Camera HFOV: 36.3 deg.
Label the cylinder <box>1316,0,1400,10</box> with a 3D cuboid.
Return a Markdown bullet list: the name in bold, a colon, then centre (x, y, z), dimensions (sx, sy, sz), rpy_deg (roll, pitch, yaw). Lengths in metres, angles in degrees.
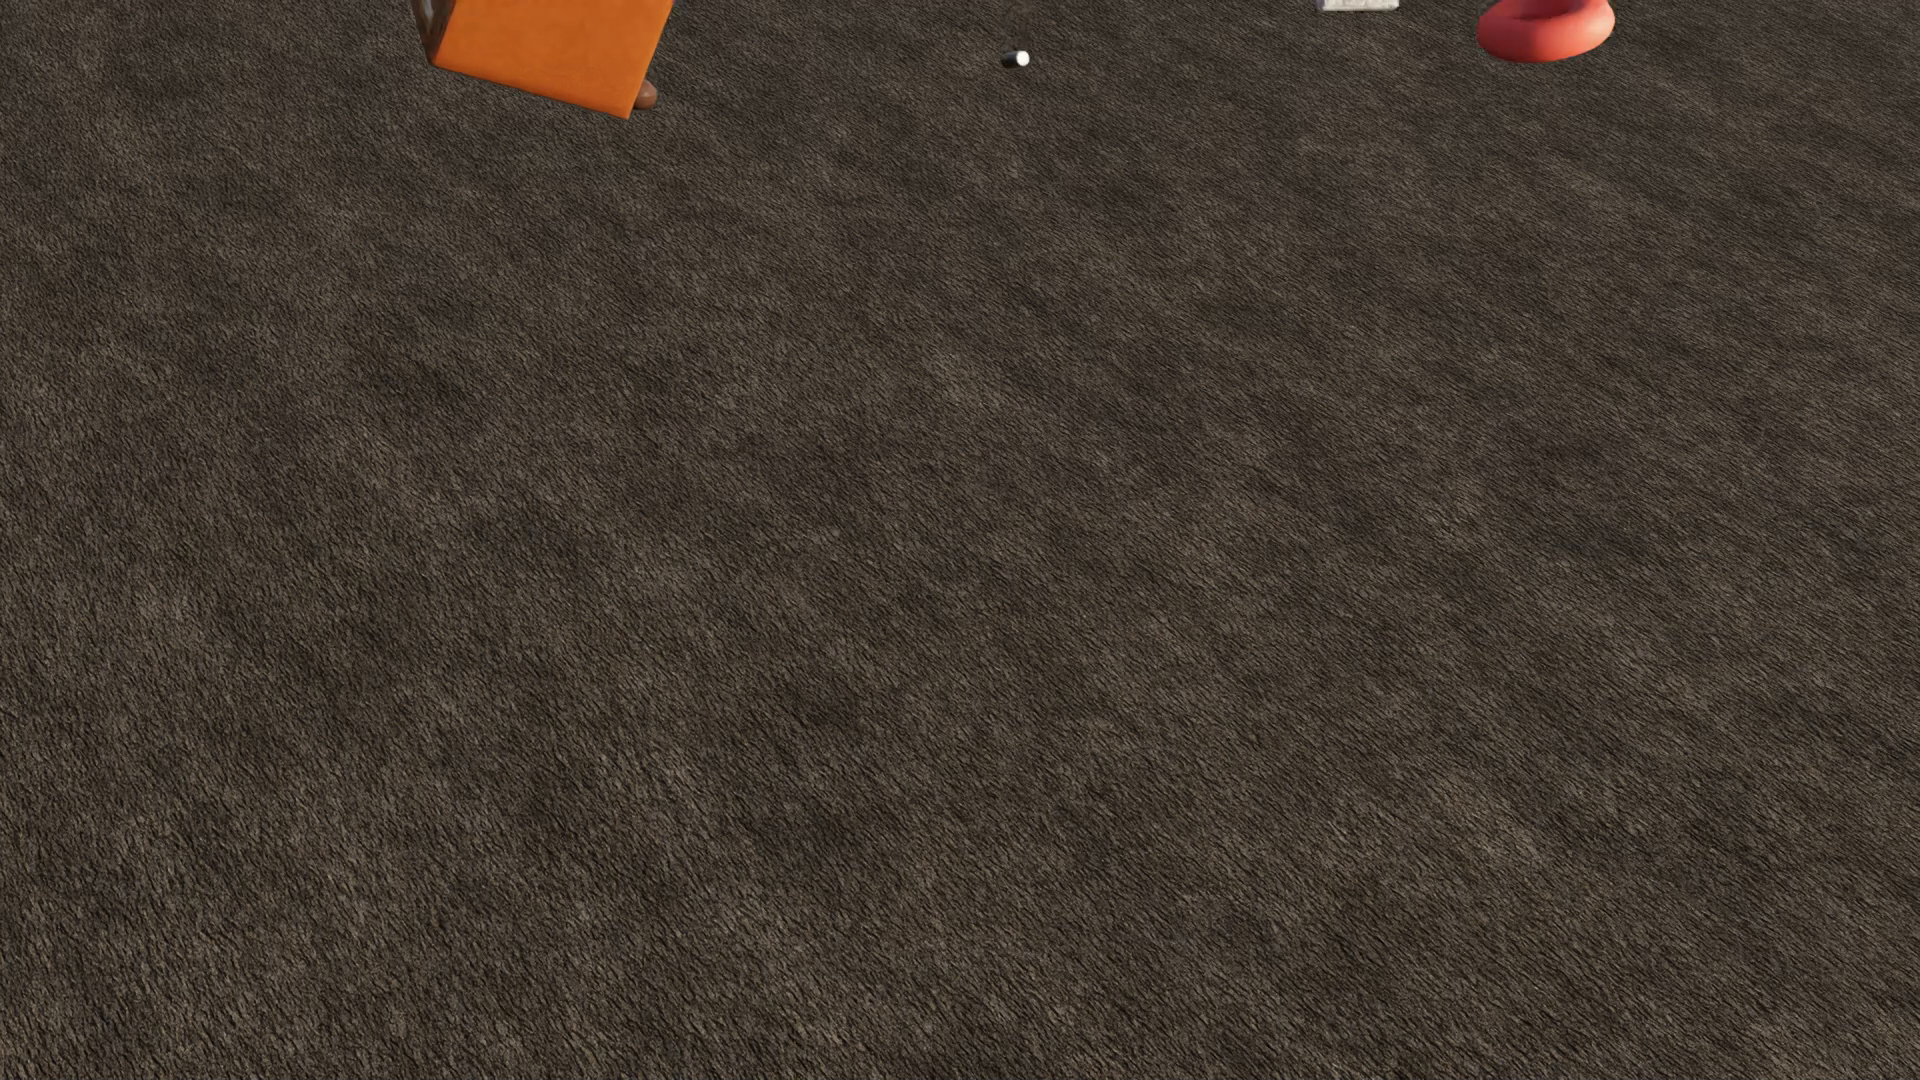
- **cylinder**: centre (1.315, -1.854, 9.652), dimensions (0.269, 0.222, 0.119), rpy_deg (-4, 23, -17)

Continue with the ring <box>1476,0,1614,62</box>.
- **ring**: centre (1.813, -1.594, 9.086), dimensions (0.426, 0.136, 0.300), rpy_deg (-2, 36, 21)
